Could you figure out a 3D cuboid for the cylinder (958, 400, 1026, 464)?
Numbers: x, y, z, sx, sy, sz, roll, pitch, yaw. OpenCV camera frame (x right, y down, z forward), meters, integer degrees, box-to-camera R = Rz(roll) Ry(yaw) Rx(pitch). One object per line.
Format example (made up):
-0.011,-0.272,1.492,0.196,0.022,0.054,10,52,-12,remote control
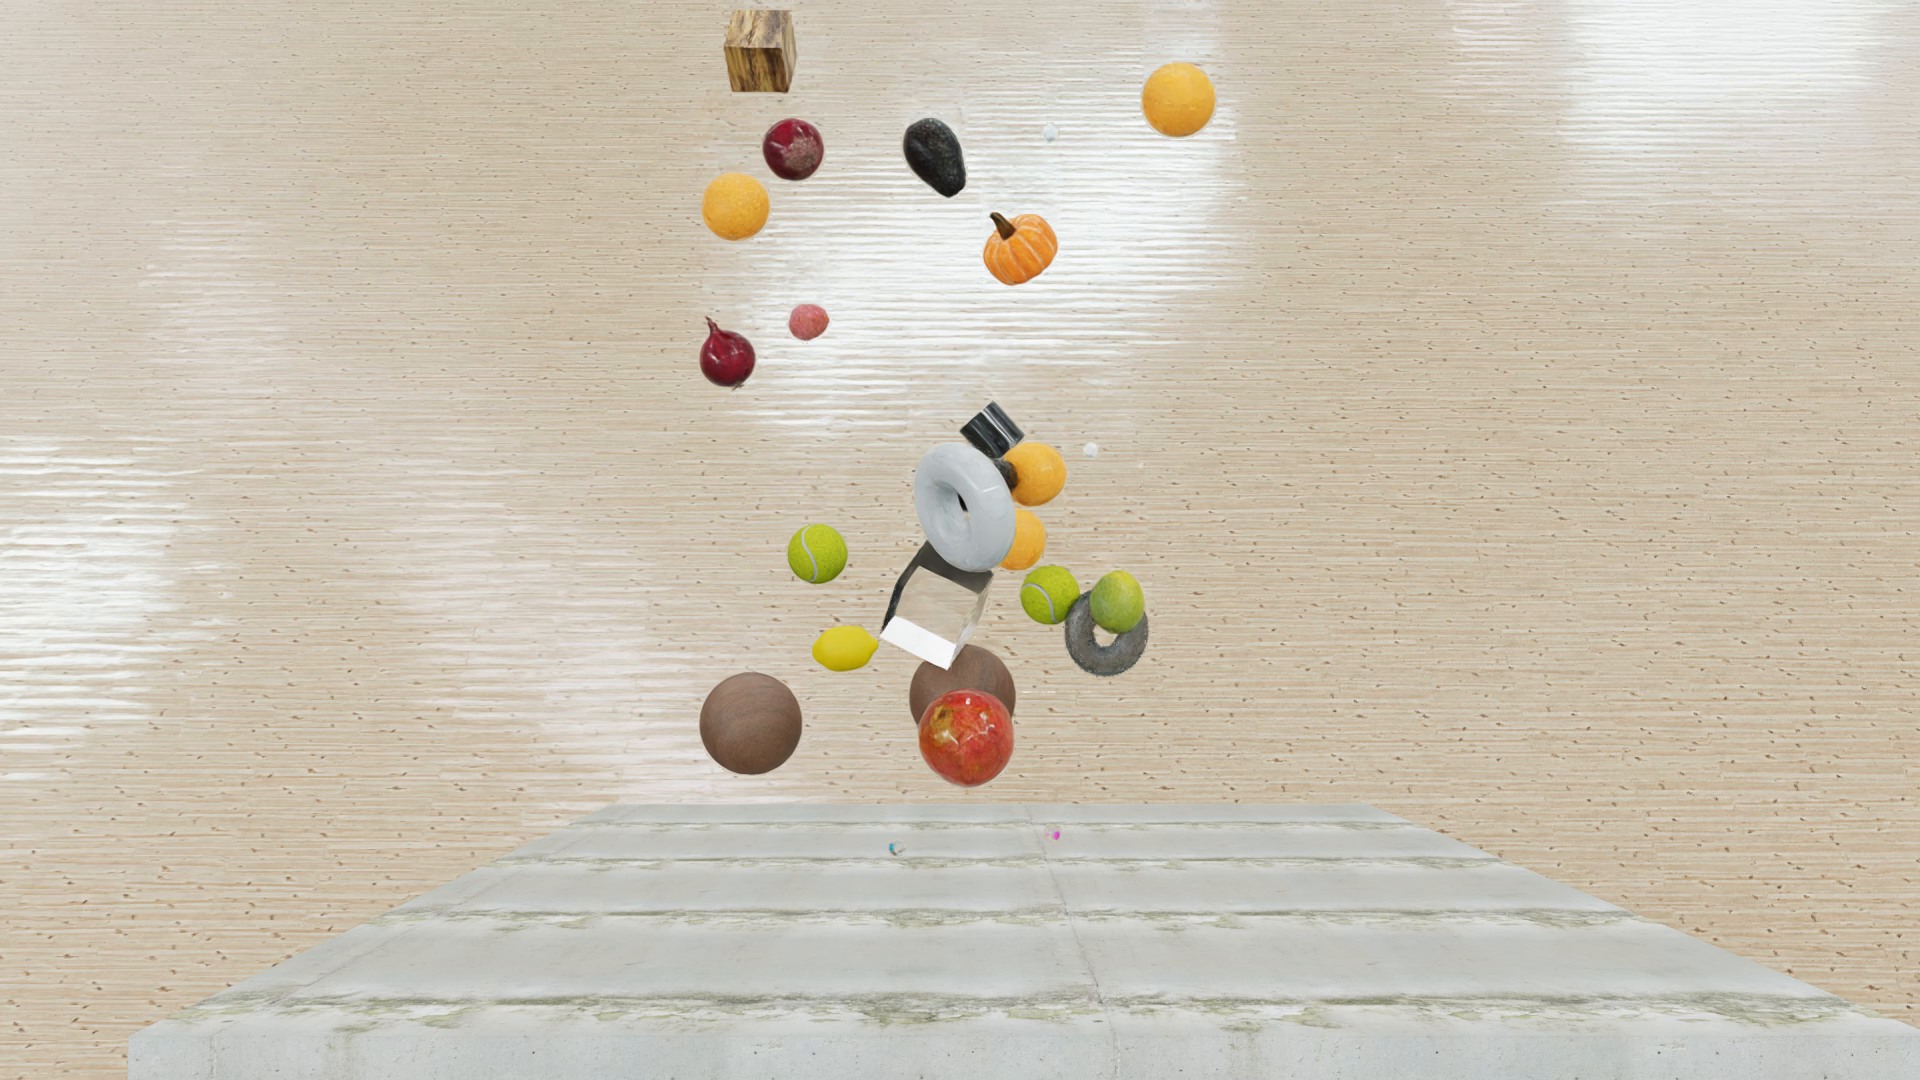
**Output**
0.037,-0.124,3.011,0.055,0.055,0.055,49,47,-2,cylinder

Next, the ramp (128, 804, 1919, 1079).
0.079,0.674,4.874,2.000,0.100,4.000,0,-2,0,ramp

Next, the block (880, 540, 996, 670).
-0.027,0.076,3.067,0.091,0.091,0.091,26,42,9,block

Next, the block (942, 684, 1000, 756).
0.015,0.226,3.256,0.064,0.064,0.064,-3,25,6,block

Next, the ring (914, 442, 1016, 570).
0.004,-0.034,2.692,0.047,0.140,0.140,-23,42,-33,ring

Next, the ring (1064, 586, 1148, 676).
0.167,0.104,2.972,0.105,0.105,0.035,26,6,31,ring

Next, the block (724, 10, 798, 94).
-0.188,-0.461,2.450,0.055,0.055,0.055,2,50,8,block
